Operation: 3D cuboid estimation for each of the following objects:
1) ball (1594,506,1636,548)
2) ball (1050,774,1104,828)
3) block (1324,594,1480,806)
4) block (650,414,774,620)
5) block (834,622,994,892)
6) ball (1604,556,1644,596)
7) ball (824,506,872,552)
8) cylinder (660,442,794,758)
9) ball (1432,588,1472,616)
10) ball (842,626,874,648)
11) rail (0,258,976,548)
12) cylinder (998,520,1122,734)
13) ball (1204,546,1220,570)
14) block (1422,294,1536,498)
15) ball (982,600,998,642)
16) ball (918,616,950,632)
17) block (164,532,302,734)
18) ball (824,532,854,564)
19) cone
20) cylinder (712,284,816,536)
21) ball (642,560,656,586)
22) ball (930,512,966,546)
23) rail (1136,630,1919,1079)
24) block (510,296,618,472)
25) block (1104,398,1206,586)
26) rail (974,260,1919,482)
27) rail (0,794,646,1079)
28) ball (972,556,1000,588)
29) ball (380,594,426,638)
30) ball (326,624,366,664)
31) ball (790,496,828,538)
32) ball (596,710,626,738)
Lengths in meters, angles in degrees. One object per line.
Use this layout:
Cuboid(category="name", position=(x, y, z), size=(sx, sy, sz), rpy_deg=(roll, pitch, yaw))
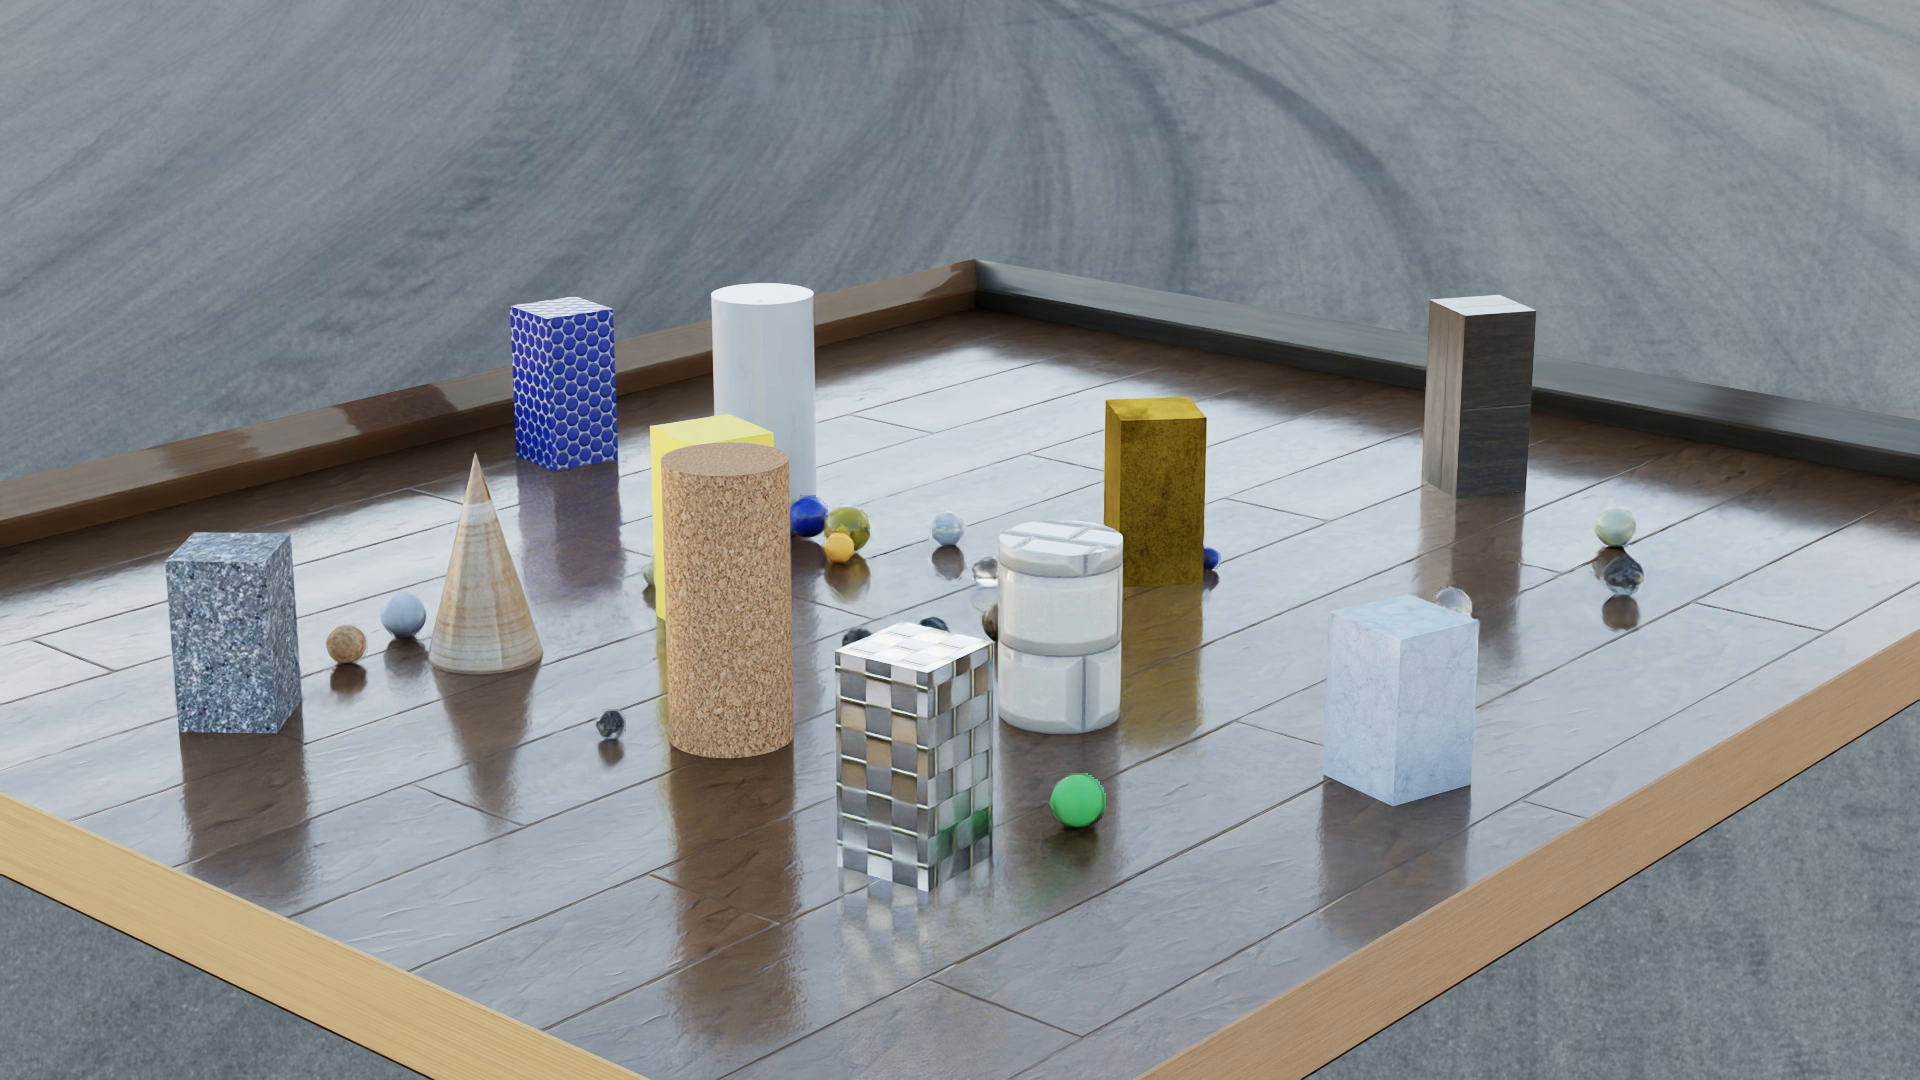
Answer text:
Cuboid(category="ball", position=(1.204, -0.025, 5.390), size=(0.076, 0.076, 0.076), rpy_deg=(0, 17, 0))
Cuboid(category="ball", position=(0.164, 0.365, 4.100), size=(0.075, 0.075, 0.075), rpy_deg=(0, 17, 0))
Cuboid(category="block", position=(0.638, 0.229, 4.246), size=(0.151, 0.251, 0.151), rpy_deg=(-11, 20, -33))
Cuboid(category="block", position=(-0.415, -0.025, 4.944), size=(0.151, 0.334, 0.151), rpy_deg=(-11, 20, -32))
Cuboid(category="block", position=(-0.061, 0.289, 3.949), size=(0.151, 0.308, 0.151), rpy_deg=(12, 20, 33))
Cuboid(category="ball", position=(1.158, 0.063, 5.113), size=(0.068, 0.068, 0.068), rpy_deg=(0, 17, 0))
Cuboid(category="ball", position=(-0.206, -0.020, 5.354), size=(0.086, 0.086, 0.086), rpy_deg=(0, 17, 0))
Cuboid(category="cylinder", position=(-0.347, 0.089, 4.392), size=(0.189, 0.436, 0.189), rpy_deg=(0, 17, 0))
Cuboid(category="ball", position=(0.831, 0.113, 4.948), size=(0.067, 0.067, 0.067), rpy_deg=(0, 17, 0))
Cuboid(category="ball", position=(-0.162, 0.170, 4.774), size=(0.058, 0.058, 0.058), rpy_deg=(0, 17, 0))
Cuboid(category="rail", position=(-1.118, -0.250, 6.050), size=(0.045, 0.123, 3.576), rpy_deg=(14, 22, 39))
Cuboid(category="cylinder", position=(0.154, 0.132, 4.510), size=(0.189, 0.284, 0.189), rpy_deg=(0, 17, 0))
Cuboid(category="ball", position=(0.445, 0.032, 5.261), size=(0.041, 0.041, 0.041), rpy_deg=(0, 17, 0))
Cuboid(category="block", position=(1.014, -0.282, 5.743), size=(0.151, 0.364, 0.151), rpy_deg=(-5, 18, -17))
Cuboid(category="ball", position=(0.074, 0.135, 4.863), size=(0.074, 0.074, 0.074), rpy_deg=(0, 17, 0))
Cuboid(category="ball", position=(-0.046, 0.155, 4.825), size=(0.057, 0.057, 0.057), rpy_deg=(0, 17, 0))
Cuboid(category="block", position=(-1.113, 0.141, 4.501), size=(0.151, 0.272, 0.151), rpy_deg=(1, 17, 2))
Cuboid(category="ball", position=(-0.218, 0.015, 5.294), size=(0.056, 0.056, 0.056), rpy_deg=(0, 17, 0))
Cuboid(category="cone", position=(-0.779, 0.023, 4.762), size=(0.189, 0.346, 0.189), rpy_deg=(0, 17, 0))
Cuboid(category="cylinder", position=(-0.365, -0.244, 5.481), size=(0.189, 0.442, 0.189), rpy_deg=(0, 17, 0))
Cuboid(category="ball", position=(-0.539, 0.058, 5.171), size=(0.044, 0.044, 0.044), rpy_deg=(0, 17, 0))
Cuboid(category="ball", position=(-0.022, -0.021, 5.400), size=(0.063, 0.063, 0.063), rpy_deg=(0, 17, 0))
Cuboid(category="rail", position=(1.118, 0.312, 4.192), size=(0.045, 0.123, 3.576), rpy_deg=(14, 22, 39))
Cuboid(category="block", position=(-0.803, -0.319, 5.953), size=(0.151, 0.313, 0.151), rpy_deg=(-12, 21, -35))
Cuboid(category="block", position=(0.344, -0.086, 5.202), size=(0.151, 0.302, 0.151), rpy_deg=(-2, 17, -7))
Cuboid(category="rail", position=(1.157, -0.355, 6.396), size=(3.008, 0.123, 0.045), rpy_deg=(14, 22, 39))
Cuboid(category="rail", position=(-1.157, 0.416, 3.845), size=(3.008, 0.123, 0.045), rpy_deg=(14, 22, 39))
Cuboid(category="ball", position=(0.049, 0.056, 5.159), size=(0.055, 0.055, 0.055), rpy_deg=(0, 17, 0))
Cuboid(category="ball", position=(-0.928, 0.127, 4.891), size=(0.074, 0.074, 0.074), rpy_deg=(0, 17, 0))
Cuboid(category="ball", position=(-0.998, 0.169, 4.768), size=(0.064, 0.064, 0.064), rpy_deg=(0, 17, 0))
Cuboid(category="ball", position=(-0.282, -0.042, 5.432), size=(0.075, 0.075, 0.075), rpy_deg=(0, 17, 0))
Cuboid(category="ball", position=(-0.529, 0.280, 4.439), size=(0.043, 0.043, 0.043), rpy_deg=(0, 17, 0))
